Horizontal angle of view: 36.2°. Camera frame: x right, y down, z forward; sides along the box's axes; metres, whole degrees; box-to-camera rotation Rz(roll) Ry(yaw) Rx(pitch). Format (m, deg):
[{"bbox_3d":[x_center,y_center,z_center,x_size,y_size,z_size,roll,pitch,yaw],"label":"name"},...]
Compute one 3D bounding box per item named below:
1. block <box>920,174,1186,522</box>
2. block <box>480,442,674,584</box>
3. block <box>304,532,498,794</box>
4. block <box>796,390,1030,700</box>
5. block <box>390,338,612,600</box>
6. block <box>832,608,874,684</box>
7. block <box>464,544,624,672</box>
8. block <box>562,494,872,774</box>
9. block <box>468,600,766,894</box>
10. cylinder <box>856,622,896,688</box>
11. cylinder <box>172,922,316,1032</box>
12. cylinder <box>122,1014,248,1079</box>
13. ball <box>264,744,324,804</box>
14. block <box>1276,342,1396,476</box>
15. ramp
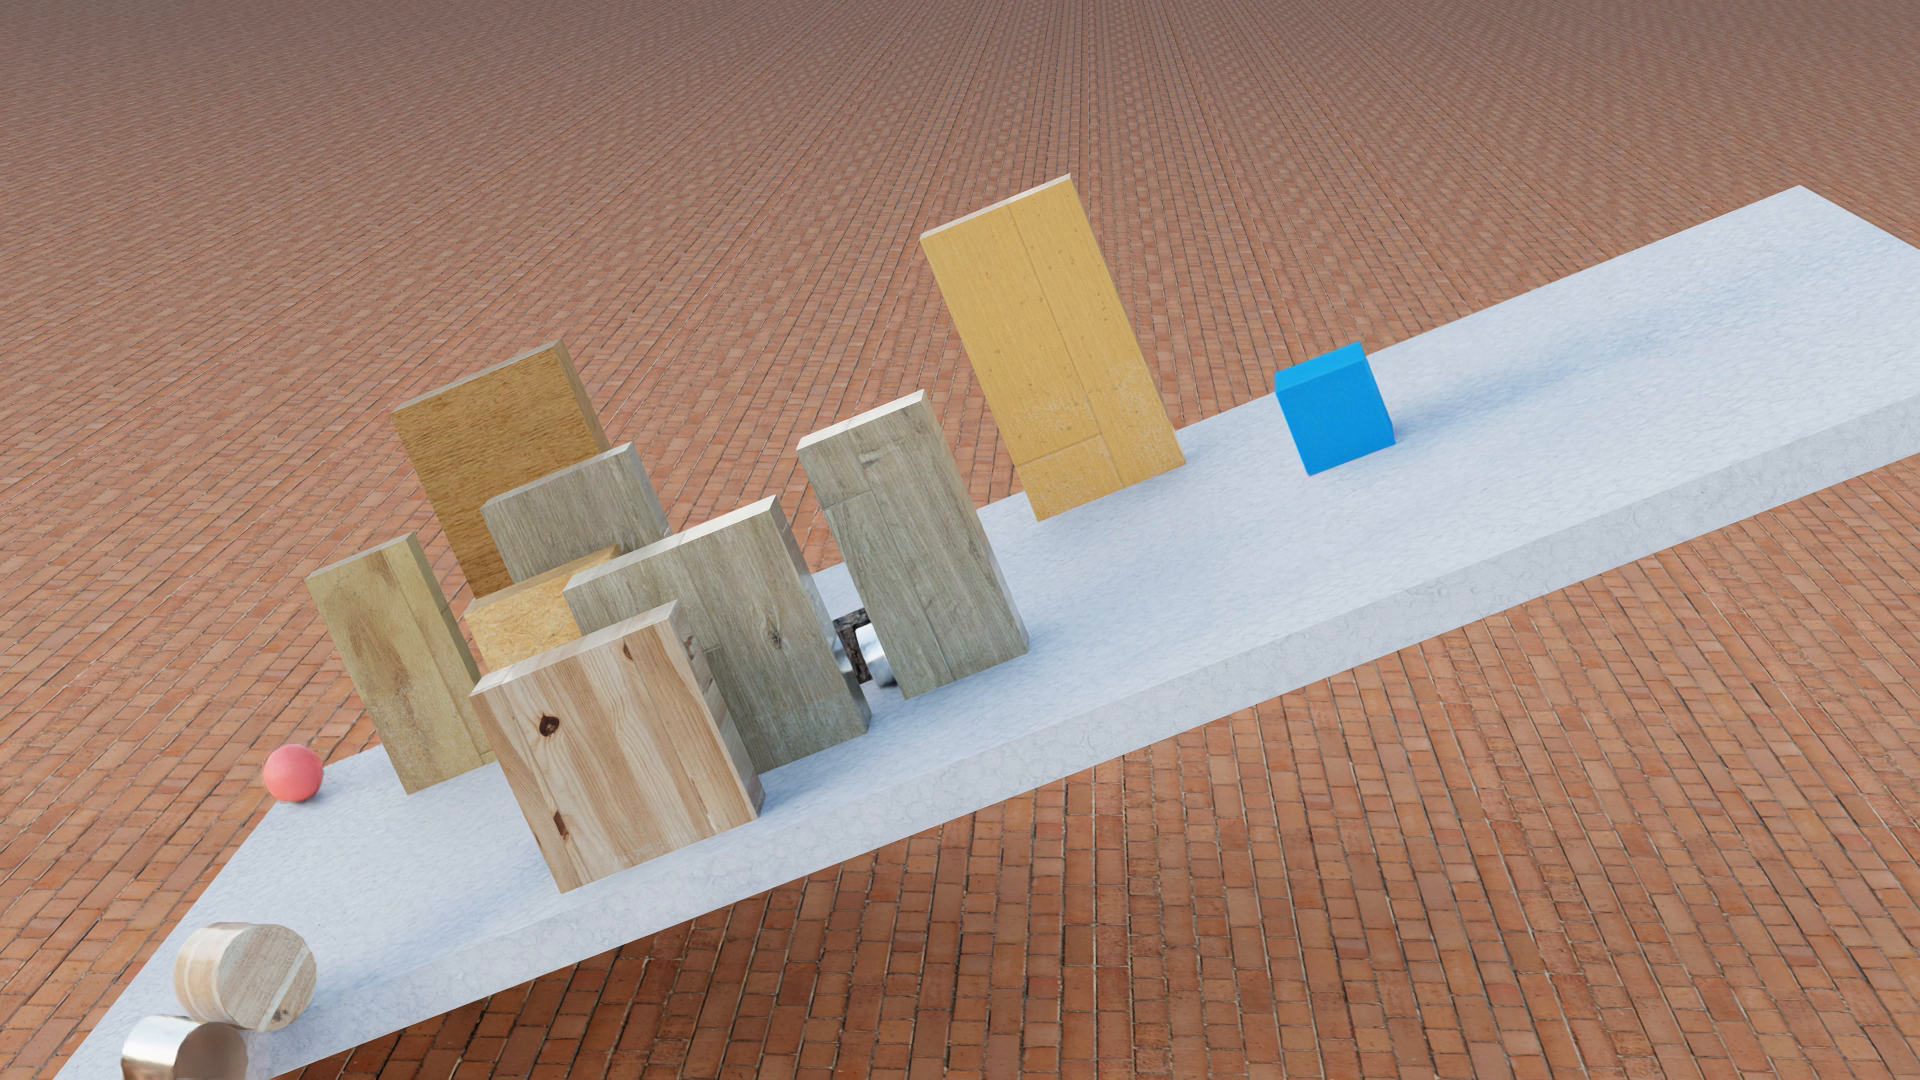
[{"bbox_3d":[0.218,-0.442,6.809,0.371,0.715,0.098,-21,12,8],"label":"block"},{"bbox_3d":[-0.757,0.130,6.413,0.346,0.601,0.094,-21,12,8],"label":"block"},{"bbox_3d":[-1.268,0.286,6.786,0.258,0.556,0.082,-21,12,8],"label":"block"},{"bbox_3d":[-0.090,0.010,5.833,0.265,0.550,0.116,-21,12,8],"label":"block"},{"bbox_3d":[-1.006,-0.036,7.118,0.429,0.794,0.130,-21,12,8],"label":"block"},{"bbox_3d":[-0.225,0.230,6.159,0.121,0.121,0.121,-23,12,-1],"label":"block"},{"bbox_3d":[-0.808,0.275,6.293,0.340,0.429,0.117,-21,12,8],"label":"block"},{"bbox_3d":[-0.473,0.223,5.777,0.439,0.484,0.127,-21,12,8],"label":"block"},{"bbox_3d":[-0.641,0.389,5.532,0.407,0.418,0.136,-21,12,8],"label":"block"},{"bbox_3d":[-0.128,0.218,6.017,0.129,0.129,0.129,-22,13,5],"label":"cylinder"},{"bbox_3d":[-1.339,0.816,5.504,0.197,0.197,0.197,-12,3,-39],"label":"cylinder"},{"bbox_3d":[-1.413,0.951,5.360,0.160,0.160,0.160,-1,10,40],"label":"cylinder"},{"bbox_3d":[-1.633,0.572,7.206,0.144,0.144,0.144,0,14,0],"label":"ball"},{"bbox_3d":[0.802,-0.282,6.296,0.195,0.195,0.195,-21,12,11],"label":"block"},{"bbox_3d":[0.126,0.172,6.288,4.000,0.100,2.000,-21,12,8],"label":"ramp"}]
